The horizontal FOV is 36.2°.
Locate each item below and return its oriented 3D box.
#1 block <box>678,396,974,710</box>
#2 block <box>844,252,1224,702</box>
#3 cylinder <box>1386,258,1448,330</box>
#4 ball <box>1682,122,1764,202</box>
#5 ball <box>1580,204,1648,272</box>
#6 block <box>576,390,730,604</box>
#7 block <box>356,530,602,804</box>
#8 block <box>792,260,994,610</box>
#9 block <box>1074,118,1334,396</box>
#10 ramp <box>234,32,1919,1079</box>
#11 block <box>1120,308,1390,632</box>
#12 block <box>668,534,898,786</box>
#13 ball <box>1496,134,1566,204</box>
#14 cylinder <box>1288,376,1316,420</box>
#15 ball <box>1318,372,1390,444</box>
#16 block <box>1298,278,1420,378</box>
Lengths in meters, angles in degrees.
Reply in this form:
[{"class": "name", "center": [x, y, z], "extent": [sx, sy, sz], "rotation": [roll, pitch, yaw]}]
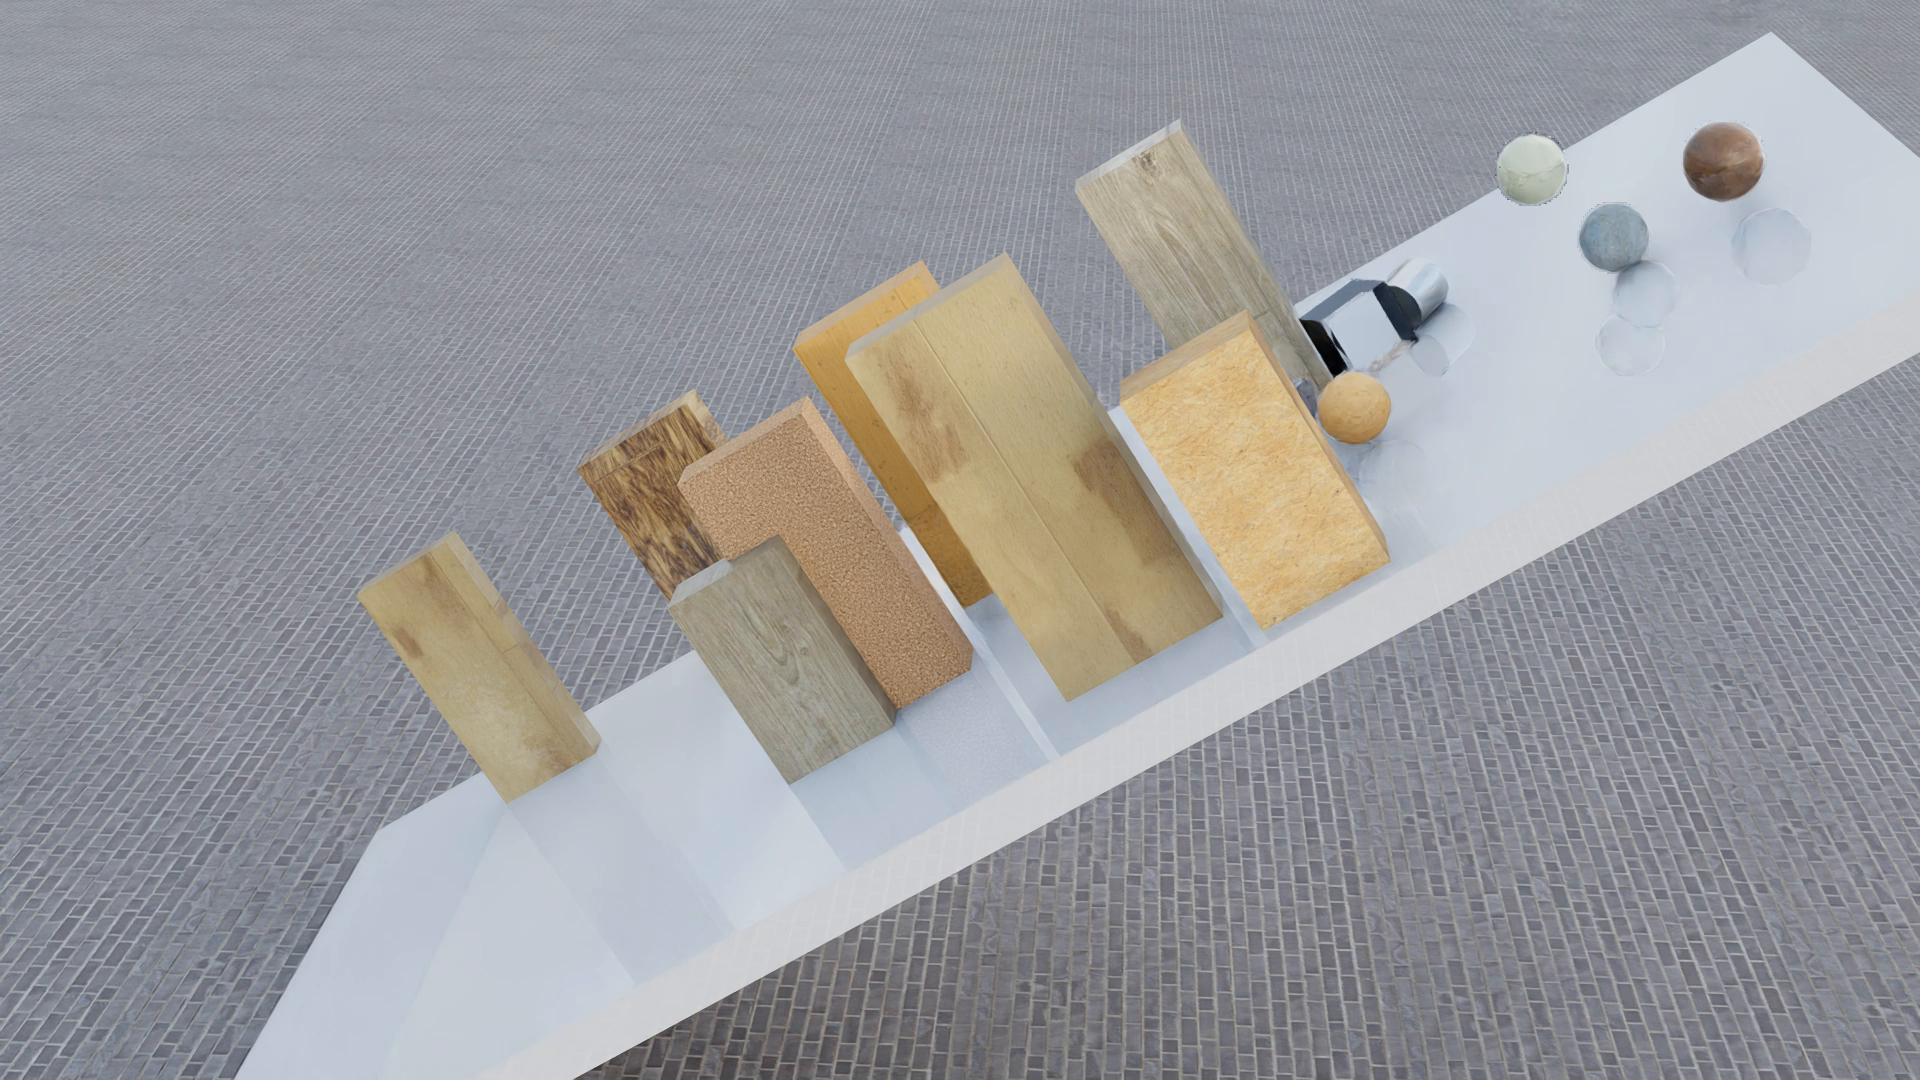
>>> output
[{"class": "block", "center": [-0.272, 0.058, 6.042], "extent": [0.300, 0.642, 0.122], "rotation": [-30, 15, 13]}, {"class": "block", "center": [0.143, -0.110, 5.447], "extent": [0.339, 0.779, 0.114], "rotation": [-30, 15, 13]}, {"class": "cylinder", "center": [0.974, -0.529, 6.352], "extent": [0.118, 0.118, 0.118], "rotation": [15, 44, 36]}, {"class": "ball", "center": [1.499, -0.743, 5.776], "extent": [0.157, 0.157, 0.157], "rotation": [0, 20, 0]}, {"class": "ball", "center": [1.305, -0.603, 5.868], "extent": [0.135, 0.135, 0.135], "rotation": [0, 20, 0]}, {"class": "block", "center": [-0.615, -0.022, 7.094], "extent": [0.317, 0.601, 0.124], "rotation": [-30, 15, 13]}, {"class": "block", "center": [-1.158, 0.310, 7.104], "extent": [0.266, 0.631, 0.089], "rotation": [-30, 15, 13]}, {"class": "block", "center": [-0.037, -0.225, 6.365], "extent": [0.315, 0.688, 0.134], "rotation": [-30, 15, 13]}, {"class": "block", "center": [0.527, -0.552, 6.307], "extent": [0.259, 0.650, 0.119], "rotation": [-30, 15, 13]}, {"class": "ramp", "center": [0.141, 0.169, 6.290], "extent": [4.000, 0.100, 2.000], "rotation": [-30, 15, 13]}, {"class": "block", "center": [0.526, -0.124, 5.248], "extent": [0.261, 0.498, 0.141], "rotation": [-30, 15, 13]}, {"class": "block", "center": [-0.358, 0.236, 6.030], "extent": [0.259, 0.451, 0.141], "rotation": [-30, 15, 13]}, {"class": "ball", "center": [1.176, -0.763, 6.056], "extent": [0.142, 0.142, 0.142], "rotation": [0, 20, 0]}, {"class": "cylinder", "center": [0.620, -0.257, 5.993], "extent": [0.163, 0.163, 0.163], "rotation": [10, 22, 26]}, {"class": "ball", "center": [0.779, -0.261, 5.812], "extent": [0.143, 0.143, 0.143], "rotation": [0, 20, 0]}, {"class": "block", "center": [0.851, -0.448, 6.279], "extent": [0.154, 0.154, 0.154], "rotation": [-36, 15, -9]}]
